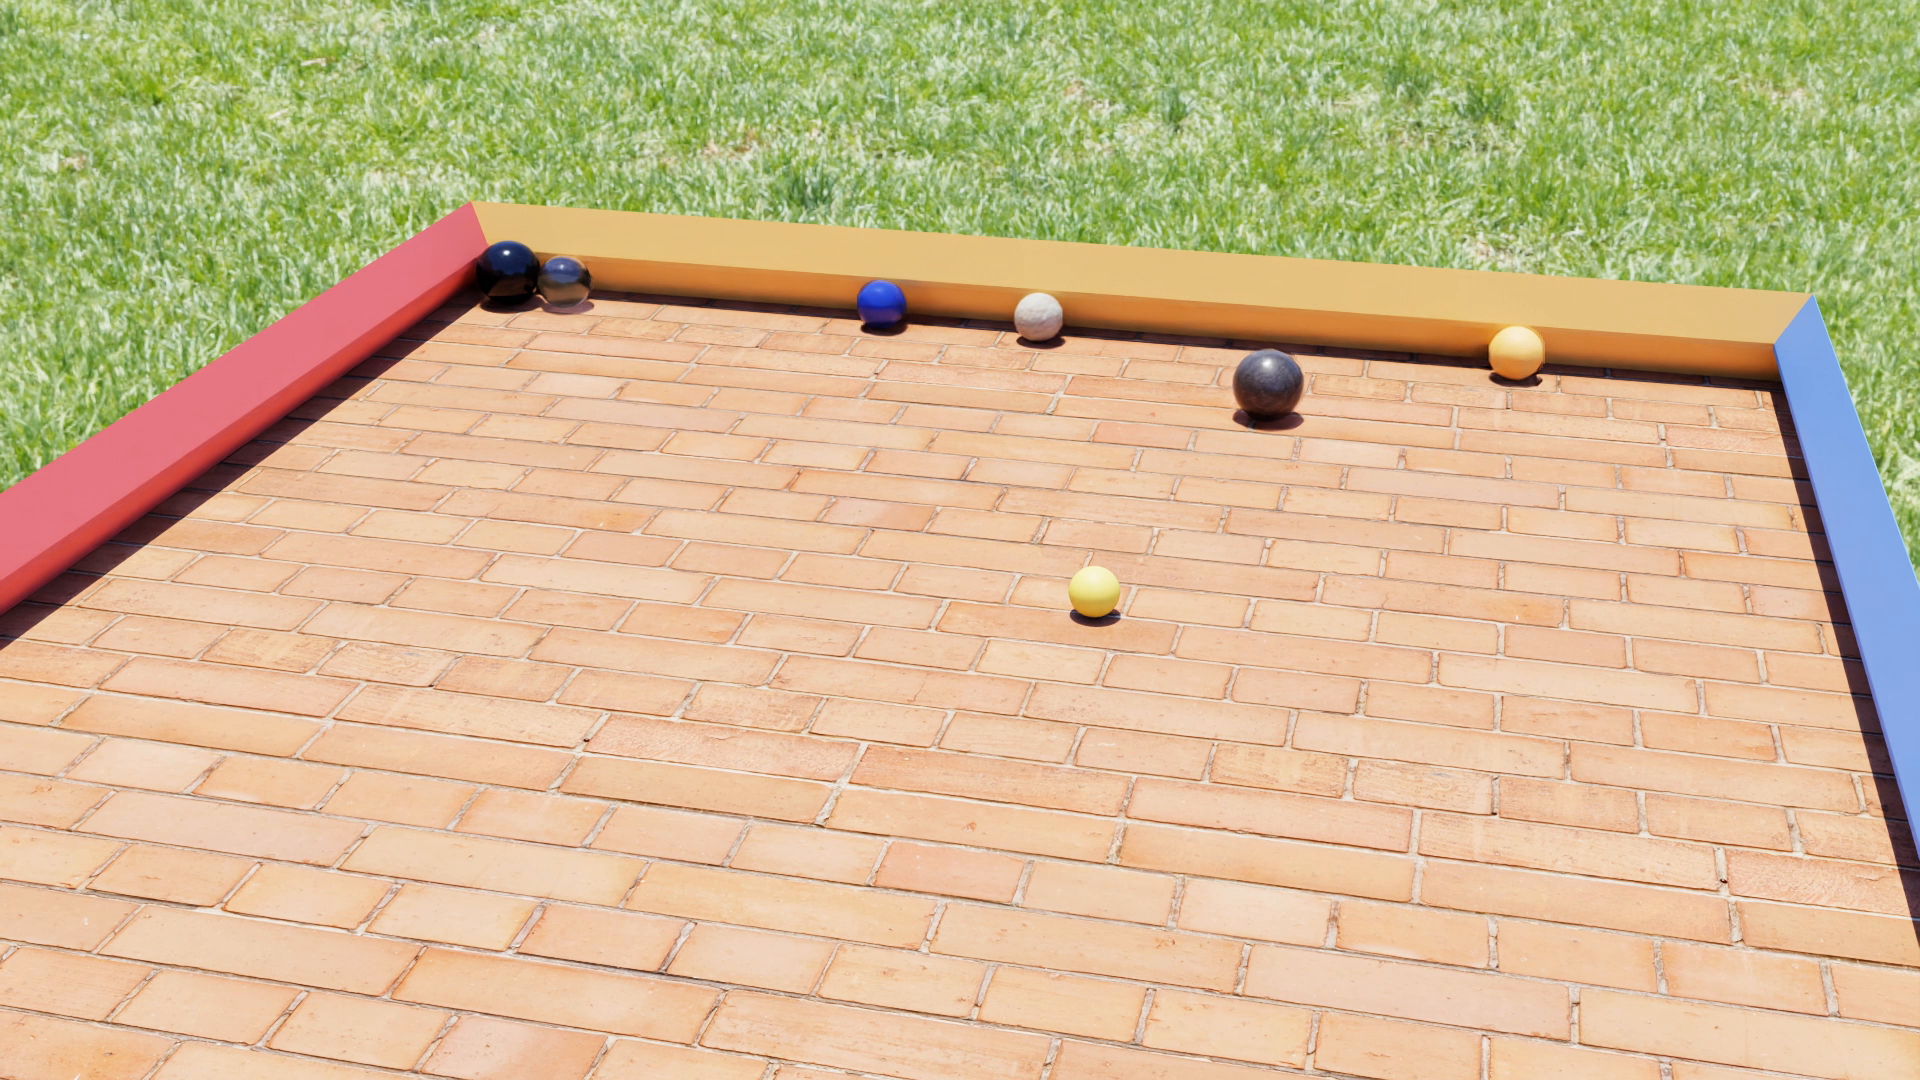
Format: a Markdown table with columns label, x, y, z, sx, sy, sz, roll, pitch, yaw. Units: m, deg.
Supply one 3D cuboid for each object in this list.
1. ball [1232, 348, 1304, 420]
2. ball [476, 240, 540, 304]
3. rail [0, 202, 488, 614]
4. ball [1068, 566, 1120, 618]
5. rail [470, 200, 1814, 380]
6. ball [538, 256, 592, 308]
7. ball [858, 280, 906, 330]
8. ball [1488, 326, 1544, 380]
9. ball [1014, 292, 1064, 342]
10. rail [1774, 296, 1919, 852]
| label | x | y | z | sx | sy | sz | roll | pitch | yaw |
| --- | --- | --- | --- | --- | --- | --- | --- | --- | --- |
| ball | 0.384 | -0.194 | 2.742 | 0.089 | 0.089 | 0.089 | 0 | 25 | 0 |
| ball | -0.647 | -0.384 | 3.155 | 0.092 | 0.092 | 0.092 | 0 | 25 | 0 |
| rail | -1.076 | 0.220 | 1.797 | 0.045 | 0.120 | 3.271 | 6 | 25 | 12 |
| ball | 0.137 | 0.053 | 2.246 | 0.053 | 0.053 | 0.053 | 0 | 25 | 0 |
| rail | 0.185 | -0.343 | 3.030 | 1.869 | 0.120 | 0.045 | 6 | 25 | 12 |
| ball | -0.565 | -0.369 | 3.143 | 0.075 | 0.075 | 0.075 | 0 | 25 | 0 |
| ball | -0.109 | -0.327 | 3.061 | 0.068 | 0.068 | 0.068 | 0 | 25 | 0 |
| ball | 0.727 | -0.244 | 2.876 | 0.070 | 0.070 | 0.070 | 0 | 25 | 0 |
| ball | 0.108 | -0.305 | 3.012 | 0.068 | 0.068 | 0.068 | 0 | 25 | 0 |
| rail | 0.695 | 0.397 | 1.411 | 0.045 | 0.120 | 3.271 | 6 | 25 | 12 |
